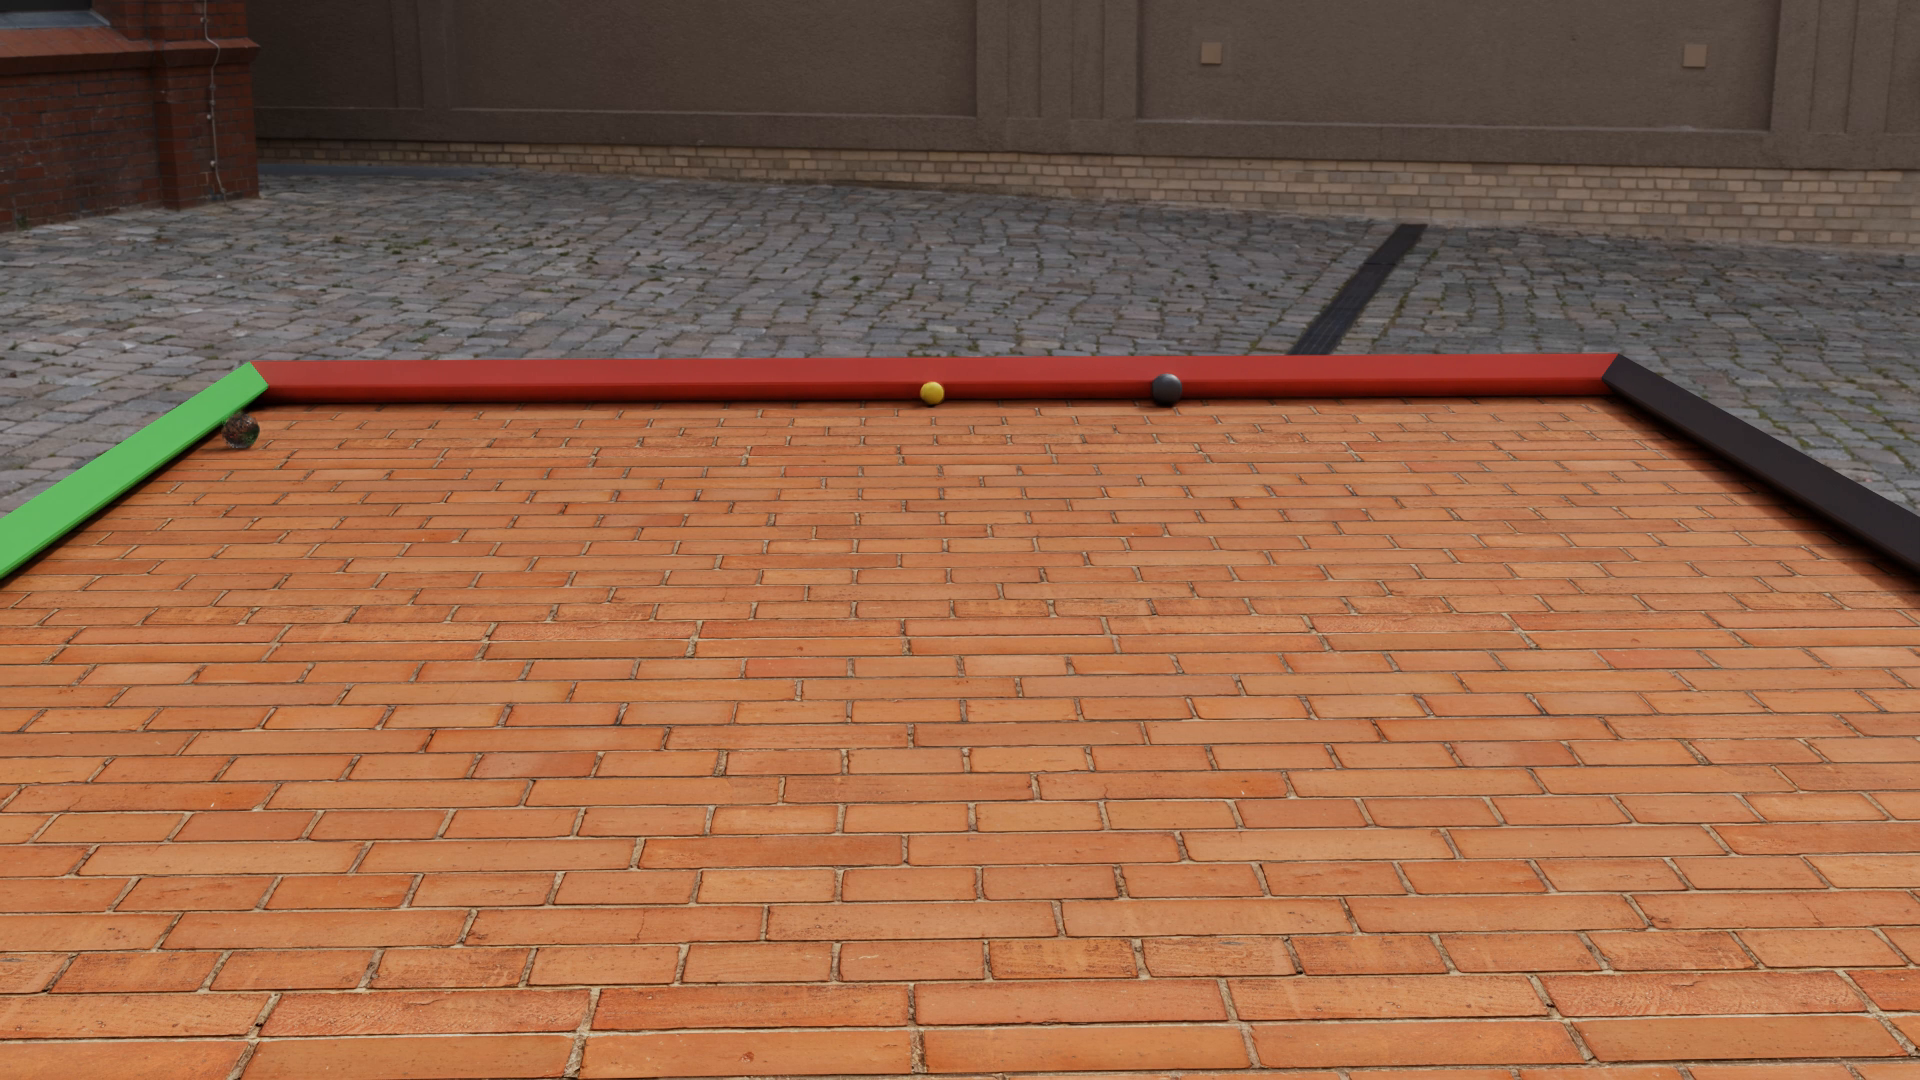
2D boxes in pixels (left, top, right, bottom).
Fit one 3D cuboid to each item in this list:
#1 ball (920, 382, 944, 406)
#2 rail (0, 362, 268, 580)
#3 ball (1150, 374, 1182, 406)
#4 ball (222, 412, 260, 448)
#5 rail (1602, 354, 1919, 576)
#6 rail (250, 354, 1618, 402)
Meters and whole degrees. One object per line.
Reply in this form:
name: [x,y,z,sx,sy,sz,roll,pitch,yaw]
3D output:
ball: [-0.052,-0.267,4.014,0.043,0.043,0.043,0,15,0]
rail: [-1.206,0.284,1.868,0.045,0.077,4.478,0,15,-2]
ball: [0.377,-0.275,4.013,0.058,0.058,0.058,0,15,0]
ball: [-1.198,-0.183,3.664,0.059,0.059,0.059,0,15,0]
rail: [1.277,0.264,1.945,0.045,0.077,4.478,0,15,-2]
rail: [-0.035,-0.294,4.046,2.532,0.077,0.045,0,15,-2]
